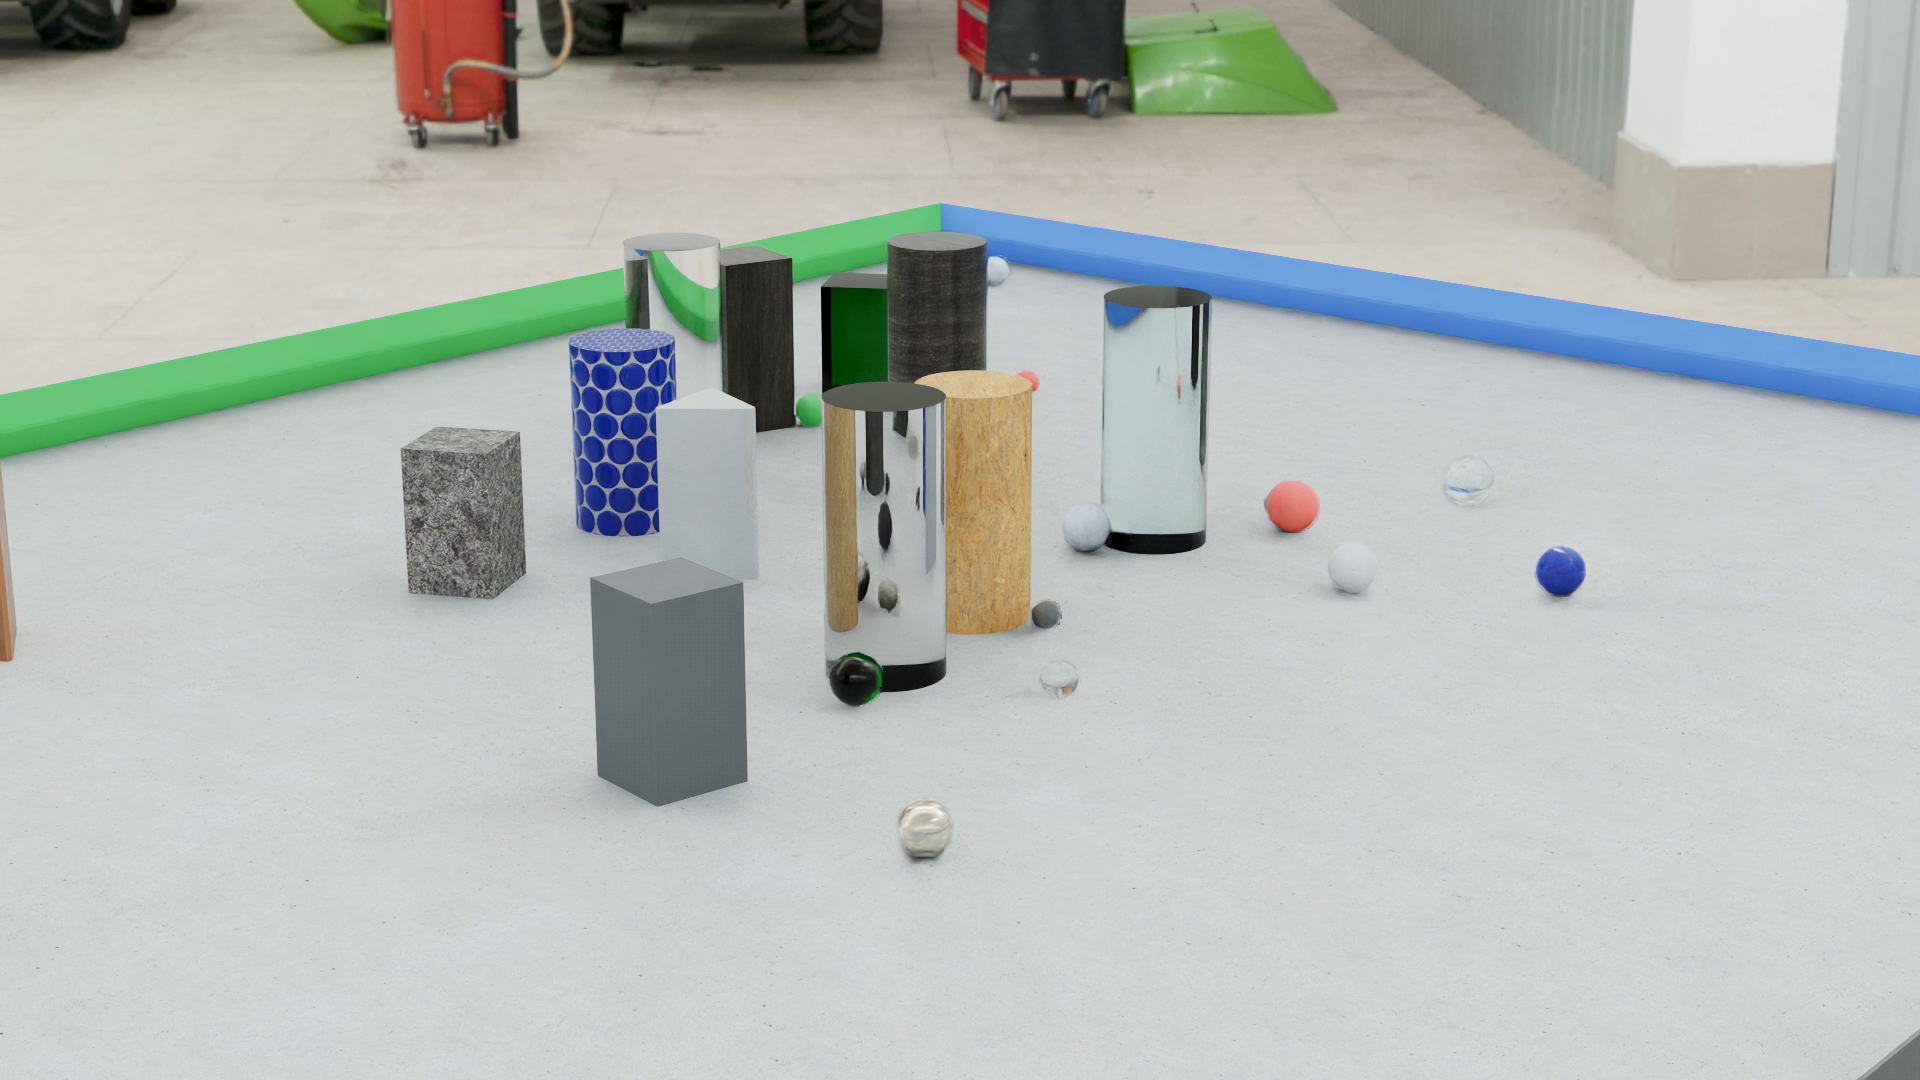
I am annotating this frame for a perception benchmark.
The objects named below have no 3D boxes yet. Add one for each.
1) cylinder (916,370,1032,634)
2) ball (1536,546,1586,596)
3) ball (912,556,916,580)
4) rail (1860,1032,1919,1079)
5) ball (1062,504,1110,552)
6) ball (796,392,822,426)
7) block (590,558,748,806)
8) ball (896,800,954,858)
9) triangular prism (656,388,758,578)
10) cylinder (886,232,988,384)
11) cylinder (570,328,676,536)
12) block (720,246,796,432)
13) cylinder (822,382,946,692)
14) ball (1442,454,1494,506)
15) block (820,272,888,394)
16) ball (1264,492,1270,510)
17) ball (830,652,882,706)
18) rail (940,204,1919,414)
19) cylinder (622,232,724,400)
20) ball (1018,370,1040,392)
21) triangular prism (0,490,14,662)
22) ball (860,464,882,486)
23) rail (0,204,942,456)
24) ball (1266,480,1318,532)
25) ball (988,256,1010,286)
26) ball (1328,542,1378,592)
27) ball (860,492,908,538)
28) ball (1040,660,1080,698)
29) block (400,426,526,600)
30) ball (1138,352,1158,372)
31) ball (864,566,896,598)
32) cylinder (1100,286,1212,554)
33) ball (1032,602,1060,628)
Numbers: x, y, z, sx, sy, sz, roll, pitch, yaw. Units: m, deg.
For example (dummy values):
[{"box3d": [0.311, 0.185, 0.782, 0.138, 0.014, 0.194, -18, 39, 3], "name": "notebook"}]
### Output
[{"box3d": [0.022, -0.065, 4.960, 0.197, 0.408, 0.197, 0, 17, 0], "name": "cylinder"}, {"box3d": [1.051, 0.053, 5.125, 0.087, 0.087, 0.087, 0, 17, 0], "name": "ball"}, {"box3d": [-0.039, 0.049, 5.132, 0.090, 0.090, 0.090, 0, 17, 0], "name": "ball"}, {"box3d": [1.558, 0.422, 3.825, 0.045, 0.128, 4.639, 14, 22, 39], "name": "rail"}, {"box3d": [0.231, -0.022, 5.375, 0.087, 0.087, 0.087, 0, 17, 0], "name": "ball"}, {"box3d": [-0.315, -0.279, 6.251, 0.073, 0.073, 0.073, 0, 17, 0], "name": "ball"}, {"box3d": [-0.421, 0.203, 4.249, 0.158, 0.305, 0.158, -13, 21, -37], "name": "block"}, {"box3d": [-0.047, 0.394, 4.006, 0.079, 0.079, 0.079, 0, 17, 0], "name": "ball"}, {"box3d": [-0.447, -0.103, 5.252, 0.171, 0.312, 0.148, 0, 17, 0], "name": "triangular prism"}, {"box3d": [-0.045, -0.360, 5.824, 0.197, 0.475, 0.197, 0, 17, 0], "name": "cylinder"}, {"box3d": [-0.630, -0.204, 5.517, 0.197, 0.353, 0.197, 0, 17, 0], "name": "cylinder"}, {"box3d": [-0.460, -0.424, 6.224, 0.158, 0.366, 0.158, -10, 20, -31], "name": "block"}, {"box3d": [-0.120, -0.006, 4.678, 0.197, 0.459, 0.197, 0, 17, 0], "name": "cylinder"}, {"box3d": [0.981, -0.116, 5.665, 0.099, 0.099, 0.099, 0, 17, 0], "name": "ball"}, {"box3d": [-0.216, -0.457, 6.539, 0.158, 0.248, 0.158, 3, 17, 9], "name": "block"}, {"box3d": [0.607, -0.070, 5.588, 0.055, 0.055, 0.055, 0, 17, 0], "name": "ball"}, {"box3d": [-0.163, 0.217, 4.587, 0.083, 0.083, 0.083, 0, 17, 0], "name": "ball"}, {"box3d": [1.505, -0.468, 6.780, 4.173, 0.128, 0.045, 14, 22, 39], "name": "rail"}, {"box3d": [-0.584, -0.394, 6.001, 0.197, 0.438, 0.197, 0, 17, 0], "name": "cylinder"}, {"box3d": [0.150, -0.351, 6.524, 0.054, 0.054, 0.054, 0, 17, 0], "name": "ball"}, {"box3d": [-1.616, -0.014, 4.828, 0.171, 0.388, 0.148, 5, 17, 15], "name": "triangular prism"}, {"box3d": [-0.177, -0.129, 5.804, 0.044, 0.044, 0.044, 0, 17, 0], "name": "ball"}, {"box3d": [-1.558, -0.358, 6.415, 0.045, 0.128, 4.639, 14, 22, 39], "name": "rail"}, {"box3d": [0.622, -0.064, 5.495, 0.097, 0.097, 0.097, 0, 17, 0], "name": "ball"}, {"box3d": [0.091, -0.702, 7.652, 0.075, 0.075, 0.075, 0, 17, 0], "name": "ball"}, {"box3d": [0.690, 0.048, 5.141, 0.088, 0.088, 0.088, 0, 17, 0], "name": "ball"}, {"box3d": [-0.140, -0.046, 5.453, 0.088, 0.088, 0.088, 0, 17, 0], "name": "ball"}, {"box3d": [0.157, 0.218, 4.621, 0.061, 0.061, 0.061, 0, 17, 0], "name": "ball"}, {"box3d": [-0.872, -0.049, 5.161, 0.158, 0.262, 0.158, 4, 17, 13], "name": "block"}, {"box3d": [0.433, -0.406, 6.720, 0.046, 0.046, 0.046, 0, 17, 0], "name": "ball"}, {"box3d": [-0.138, 0.074, 5.109, 0.056, 0.056, 0.056, 0, 17, 0], "name": "ball"}, {"box3d": [0.359, -0.222, 5.391, 0.197, 0.460, 0.197, 0, 17, 0], "name": "cylinder"}, {"box3d": [0.144, 0.127, 4.950, 0.047, 0.047, 0.047, 0, 17, 0], "name": "ball"}]
